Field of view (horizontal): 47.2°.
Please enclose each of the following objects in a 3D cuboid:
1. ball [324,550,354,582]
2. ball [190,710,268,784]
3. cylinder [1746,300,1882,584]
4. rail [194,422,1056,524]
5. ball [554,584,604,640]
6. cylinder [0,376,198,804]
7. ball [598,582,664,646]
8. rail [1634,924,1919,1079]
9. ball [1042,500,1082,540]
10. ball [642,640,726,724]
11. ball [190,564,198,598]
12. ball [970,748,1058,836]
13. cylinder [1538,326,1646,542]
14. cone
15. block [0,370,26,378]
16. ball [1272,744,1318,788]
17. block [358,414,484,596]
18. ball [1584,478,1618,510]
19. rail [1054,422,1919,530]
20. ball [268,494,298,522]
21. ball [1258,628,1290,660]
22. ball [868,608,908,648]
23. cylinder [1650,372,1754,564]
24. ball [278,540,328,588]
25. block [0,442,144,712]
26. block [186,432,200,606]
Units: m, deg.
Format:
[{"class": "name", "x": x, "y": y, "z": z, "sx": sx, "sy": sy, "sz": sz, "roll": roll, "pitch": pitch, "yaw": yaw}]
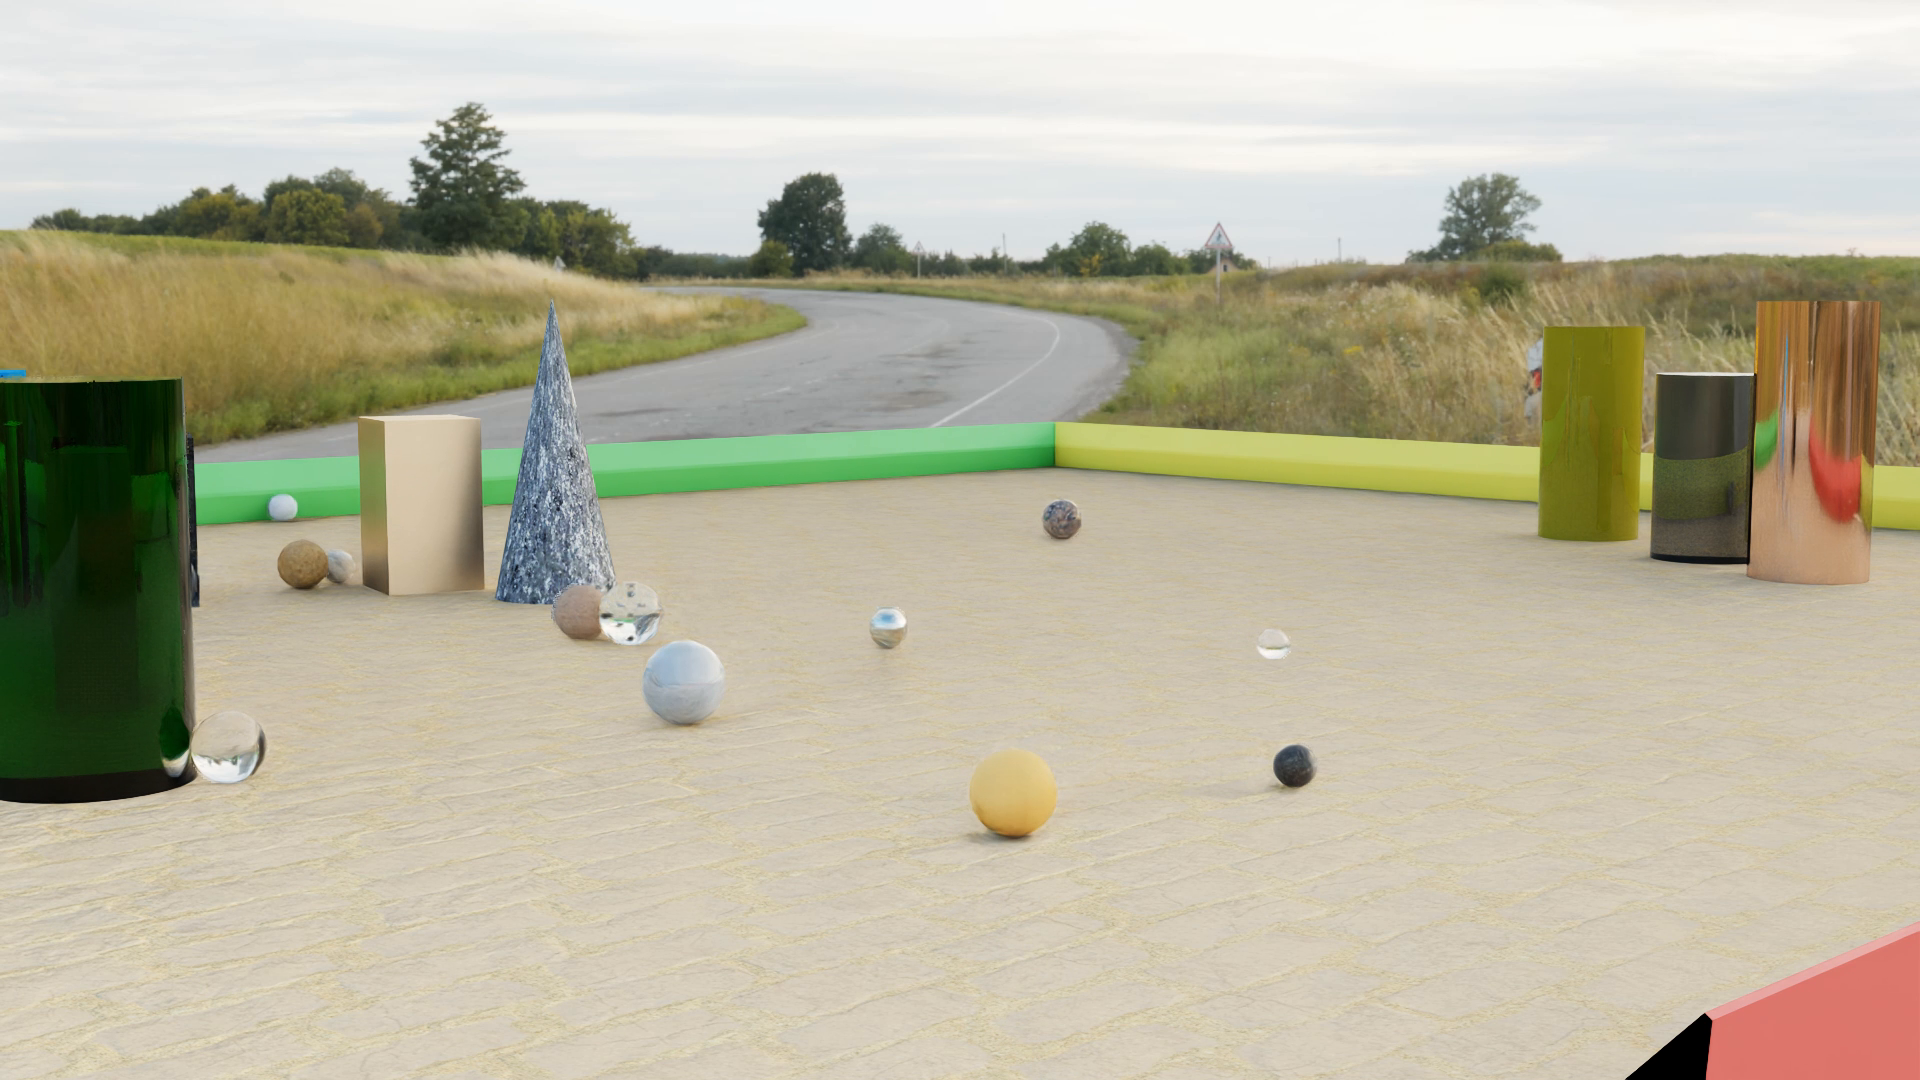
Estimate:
[{"class": "ball", "x": -1.011, "y": 0.044, "z": 3.574, "sx": 0.053, "sy": 0.053, "sz": 0.053, "roll": 0, "pitch": 6, "yaw": 0}, {"class": "ball", "x": -0.687, "y": 0.195, "z": 2.068, "sx": 0.068, "sy": 0.068, "sz": 0.068, "roll": 0, "pitch": 6, "yaw": 0}, {"class": "cylinder", "x": 1.404, "y": -0.164, "z": 3.620, "sx": 0.191, "sy": 0.456, "sz": 0.191, "roll": 0, "pitch": 6, "yaw": 0}, {"class": "rail", "x": -1.307, "y": -0.116, "z": 4.741, "sx": 4.332, "sy": 0.124, "sz": 0.045, "roll": -6, "pitch": 8, "yaw": -42}, {"class": "ball", "x": -0.508, "y": 0.097, "z": 2.957, "sx": 0.075, "sy": 0.075, "sz": 0.075, "roll": 0, "pitch": 6, "yaw": 0}, {"class": "cylinder", "x": -0.820, "y": 0.039, "z": 2.056, "sx": 0.191, "sy": 0.379, "sz": 0.191, "roll": 0, "pitch": 6, "yaw": 0}, {"class": "ball", "x": -0.436, "y": 0.097, "z": 2.909, "sx": 0.085, "sy": 0.085, "sz": 0.085, "roll": 0, "pitch": 6, "yaw": 0}, {"class": "rail", "x": 1.307, "y": 0.181, "z": 1.924, "sx": 4.332, "sy": 0.124, "sz": 0.045, "roll": -6, "pitch": 8, "yaw": -42}, {"class": "ball", "x": 0.197, "y": -0.040, "z": 4.245, "sx": 0.078, "sy": 0.078, "sz": 0.078, "roll": 0, "pitch": 6, "yaw": 0}, {"class": "ball", "x": -0.296, "y": 0.153, "z": 2.357, "sx": 0.090, "sy": 0.090, "sz": 0.090, "roll": 0, "pitch": 6, "yaw": 0}, {"class": "ball", "x": -1.166, "y": 0.062, "z": 3.227, "sx": 0.089, "sy": 0.089, "sz": 0.089, "roll": 0, "pitch": 6, "yaw": 0}, {"class": "ball", "x": 0.045, "y": 0.213, "z": 1.859, "sx": 0.075, "sy": 0.075, "sz": 0.075, "roll": 0, "pitch": 6, "yaw": 0}, {"class": "cylinder", "x": 1.228, "y": -0.210, "z": 4.282, "sx": 0.191, "sy": 0.409, "sz": 0.191, "roll": 0, "pitch": 6, "yaw": 0}, {"class": "cone", "x": -0.624, "y": -0.143, "z": 3.388, "sx": 0.191, "sy": 0.463, "sz": 0.191, "roll": 0, "pitch": 6, "yaw": 0}, {"class": "block", "x": -1.359, "y": -0.050, "z": 2.997, "sx": 0.153, "sy": 0.359, "sz": 0.153, "roll": -2, "pitch": 6, "yaw": -15}, {"class": "ball", "x": 0.312, "y": 0.210, "z": 2.049, "sx": 0.041, "sy": 0.041, "sz": 0.041, "roll": 0, "pitch": 6, "yaw": 0}, {"class": "block", "x": -0.860, "y": -0.059, "z": 3.508, "sx": 0.153, "sy": 0.271, "sz": 0.153, "roll": -4, "pitch": 7, "yaw": -30}, {"class": "ball", "x": 1.421, "y": -0.103, "z": 4.872, "sx": 0.072, "sy": 0.072, "sz": 0.072, "roll": 0, "pitch": 6, "yaw": 0}, {"class": "rail", "x": 1.574, "y": -0.120, "z": 4.777, "sx": 0.045, "sy": 0.124, "sz": 3.902, "roll": -6, "pitch": 8, "yaw": -42}, {"class": "ball", "x": -1.415, "y": -0.067, "z": 4.595, "sx": 0.059, "sy": 0.059, "sz": 0.059, "roll": 0, "pitch": 6, "yaw": 0}, {"class": "ball", "x": 0.398, "y": 0.132, "z": 2.790, "sx": 0.041, "sy": 0.041, "sz": 0.041, "roll": 0, "pitch": 6, "yaw": 0}, {"class": "ball", "x": -0.094, "y": 0.116, "z": 2.892, "sx": 0.052, "sy": 0.052, "sz": 0.052, "roll": 0, "pitch": 6, "yaw": 0}, {"class": "cylinder", "x": 1.331, "y": -0.130, "z": 3.908, "sx": 0.191, "sy": 0.329, "sz": 0.191, "roll": 0, "pitch": 6, "yaw": 0}, {"class": "ball", "x": -1.046, "y": 0.039, "z": 3.500, "sx": 0.078, "sy": 0.078, "sz": 0.078, "roll": 0, "pitch": 6, "yaw": 0}, {"class": "block", "x": -1.042, "y": 0.037, "z": 2.523, "sx": 0.153, "sy": 0.286, "sz": 0.153, "roll": -4, "pitch": 7, "yaw": -35}, {"class": "block", "x": -1.238, "y": -0.031, "z": 3.325, "sx": 0.153, "sy": 0.252, "sz": 0.153, "roll": -2, "pitch": 6, "yaw": -21}]
